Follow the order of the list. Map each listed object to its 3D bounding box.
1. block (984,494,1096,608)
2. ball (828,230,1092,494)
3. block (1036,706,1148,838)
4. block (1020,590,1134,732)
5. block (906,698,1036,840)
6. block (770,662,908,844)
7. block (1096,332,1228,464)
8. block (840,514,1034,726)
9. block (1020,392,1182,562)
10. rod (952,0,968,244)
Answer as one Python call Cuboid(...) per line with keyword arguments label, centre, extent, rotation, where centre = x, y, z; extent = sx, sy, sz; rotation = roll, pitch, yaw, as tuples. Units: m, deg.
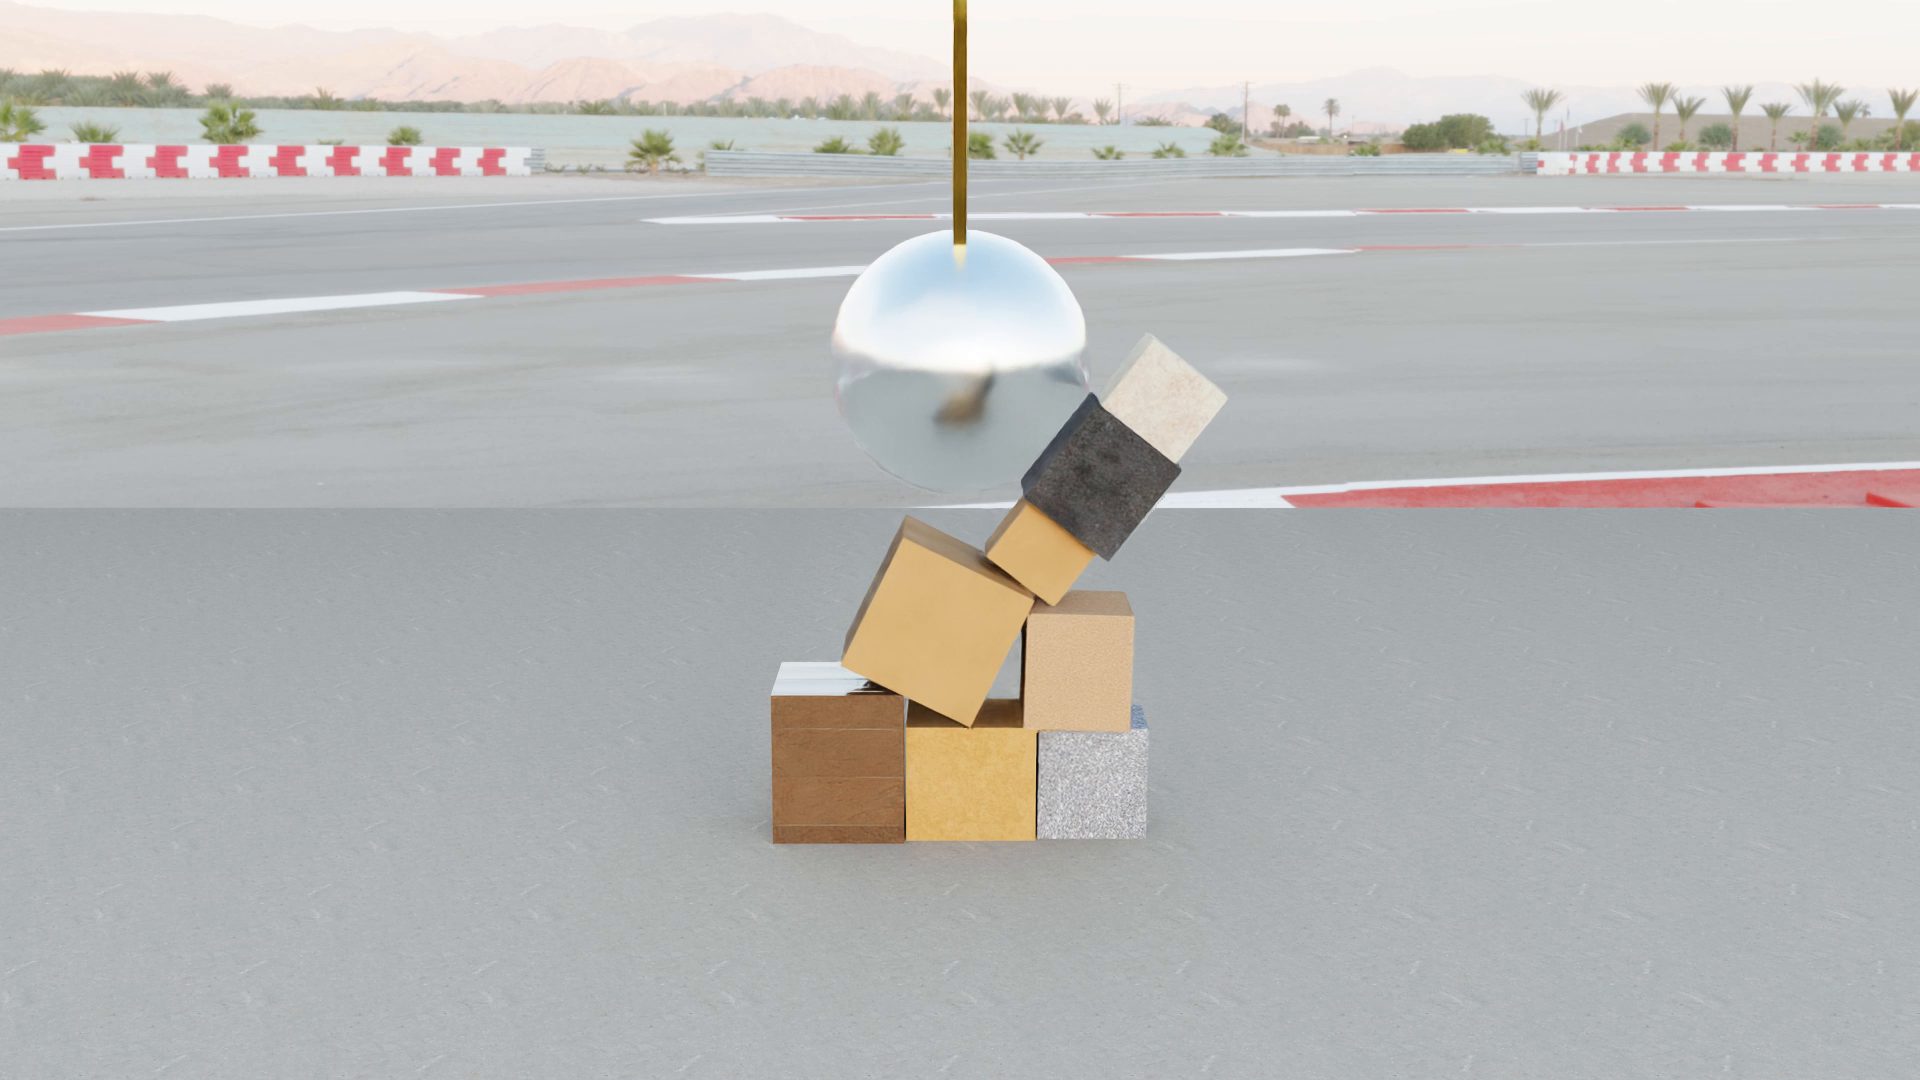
Cuboid(label="block", centre=(0.410, 0.037, 11.208), extent=(0.430, 0.363, 0.368), rotation=(37, 8, -7))
Cuboid(label="ball", centre=(0.000, -1.073, 13.318), extent=(1.600, 1.600, 1.600), rotation=(0, 10, 0))
Cuboid(label="block", centre=(0.673, 1.192, 11.377), extent=(0.553, 0.578, 0.474), rotation=(1, 10, 0))
Cuboid(label="block", centre=(0.592, 0.609, 11.278), extent=(0.533, 0.594, 0.612), rotation=(1, 10, -1))
Cuboid(label="block", centre=(0.056, 1.183, 11.404), extent=(0.655, 0.591, 0.587), rotation=(0, 10, 0))
Cuboid(label="block", centre=(-0.614, 1.092, 11.398), extent=(0.663, 0.773, 0.706), rotation=(0, 10, 0))
Cuboid(label="block", centre=(1.012, -0.720, 11.066), extent=(0.472, 0.419, 0.415), rotation=(38, 8, -7))
Cuboid(label="block", centre=(-0.116, 0.401, 11.248), extent=(0.723, 0.722, 0.675), rotation=(26, 9, -5))
Cuboid(label="block", centre=(0.703, -0.326, 11.112), extent=(0.531, 0.585, 0.535), rotation=(37, 8, -7))
Cuboid(label="rod", centre=(0.000, -3.931, 11.476), extent=(0.080, 5.200, 0.080), rotation=(0, 33, 0))
